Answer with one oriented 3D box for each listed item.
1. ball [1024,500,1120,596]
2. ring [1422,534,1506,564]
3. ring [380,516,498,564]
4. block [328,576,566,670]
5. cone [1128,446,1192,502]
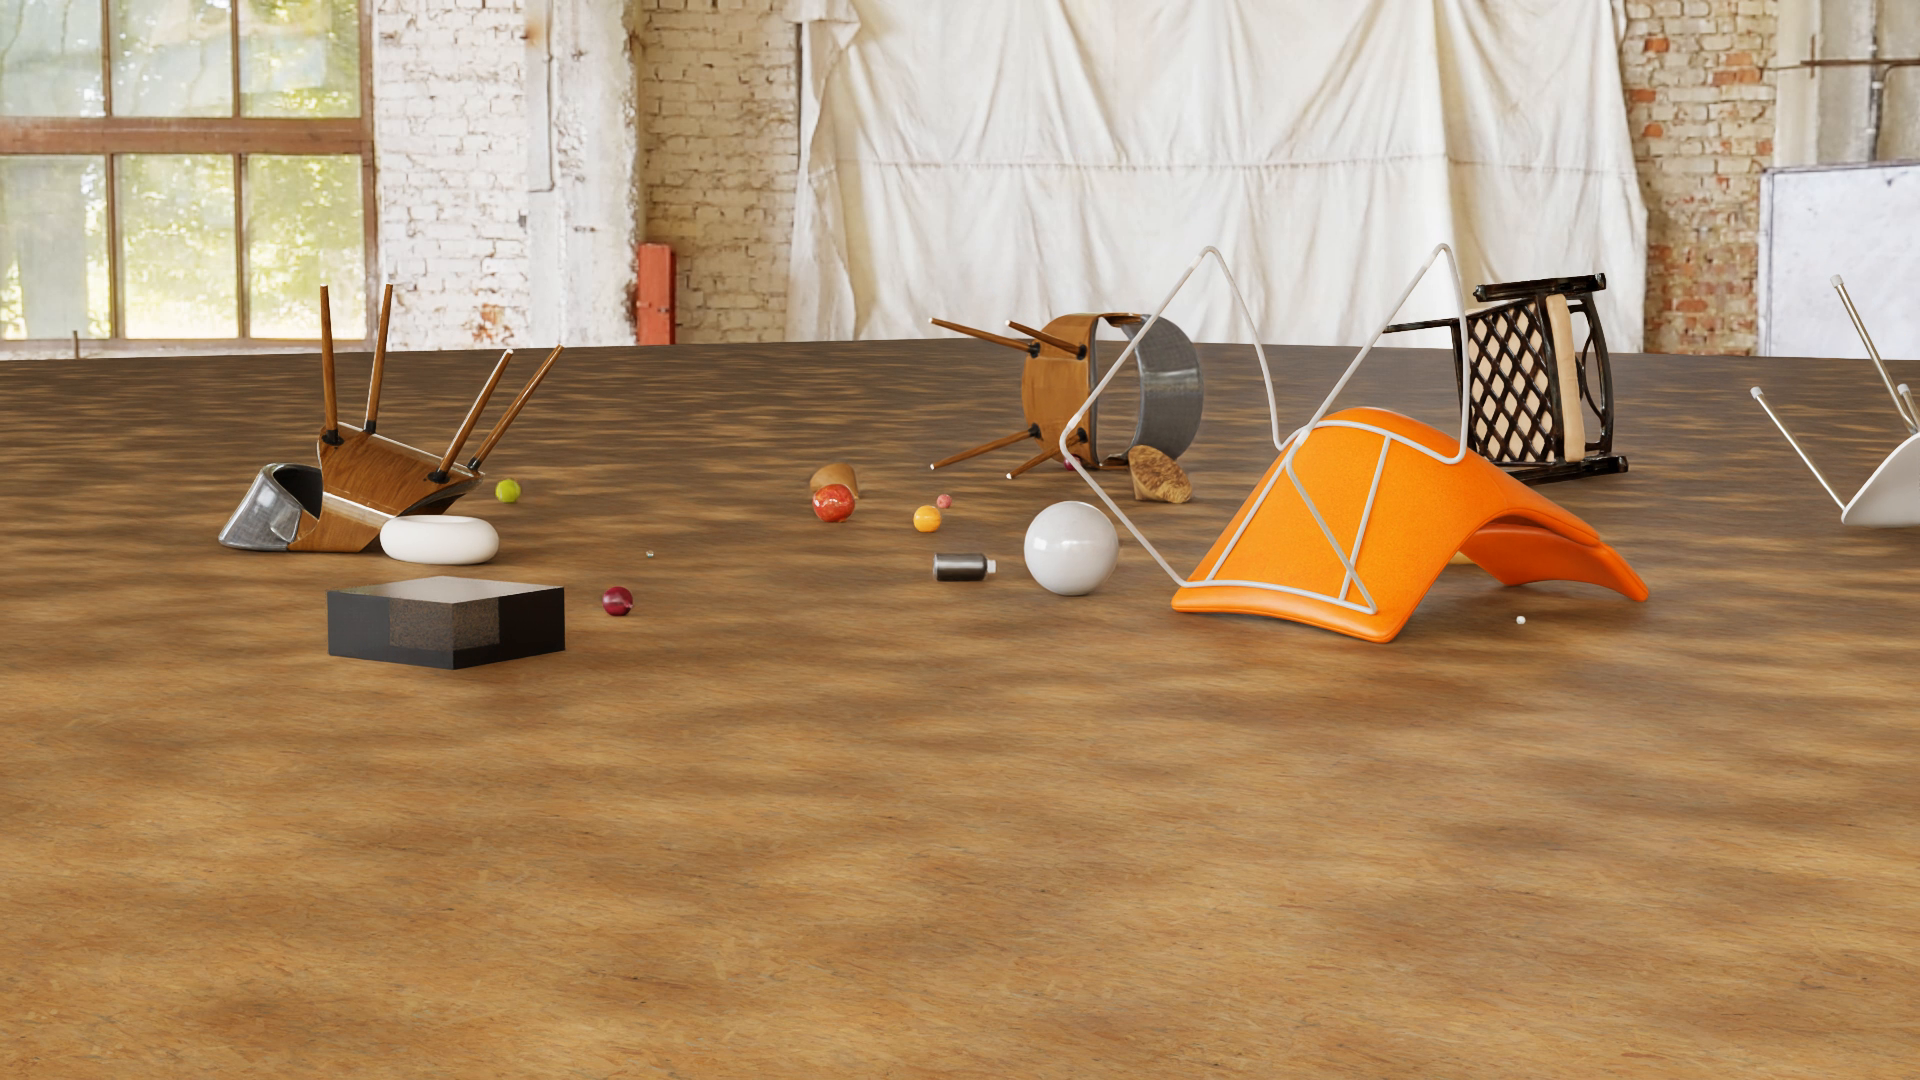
[{"bbox_3d":[0.229,0.017,5.285,0.197,0.197,0.197,0,6,0],"label":"ball"},{"bbox_3d":[1.160,0.022,5.897,0.200,0.064,0.111,-2,5,-13],"label":"ring"},{"bbox_3d":[-1.209,-0.001,5.952,0.383,0.097,0.194,4,9,44],"label":"ring"},{"bbox_3d":[-0.897,0.142,4.488,0.301,0.113,0.274,4,7,34],"label":"block"},{"bbox_3d":[0.553,-0.156,7.529,0.223,0.115,0.261,47,29,10],"label":"cone"}]
